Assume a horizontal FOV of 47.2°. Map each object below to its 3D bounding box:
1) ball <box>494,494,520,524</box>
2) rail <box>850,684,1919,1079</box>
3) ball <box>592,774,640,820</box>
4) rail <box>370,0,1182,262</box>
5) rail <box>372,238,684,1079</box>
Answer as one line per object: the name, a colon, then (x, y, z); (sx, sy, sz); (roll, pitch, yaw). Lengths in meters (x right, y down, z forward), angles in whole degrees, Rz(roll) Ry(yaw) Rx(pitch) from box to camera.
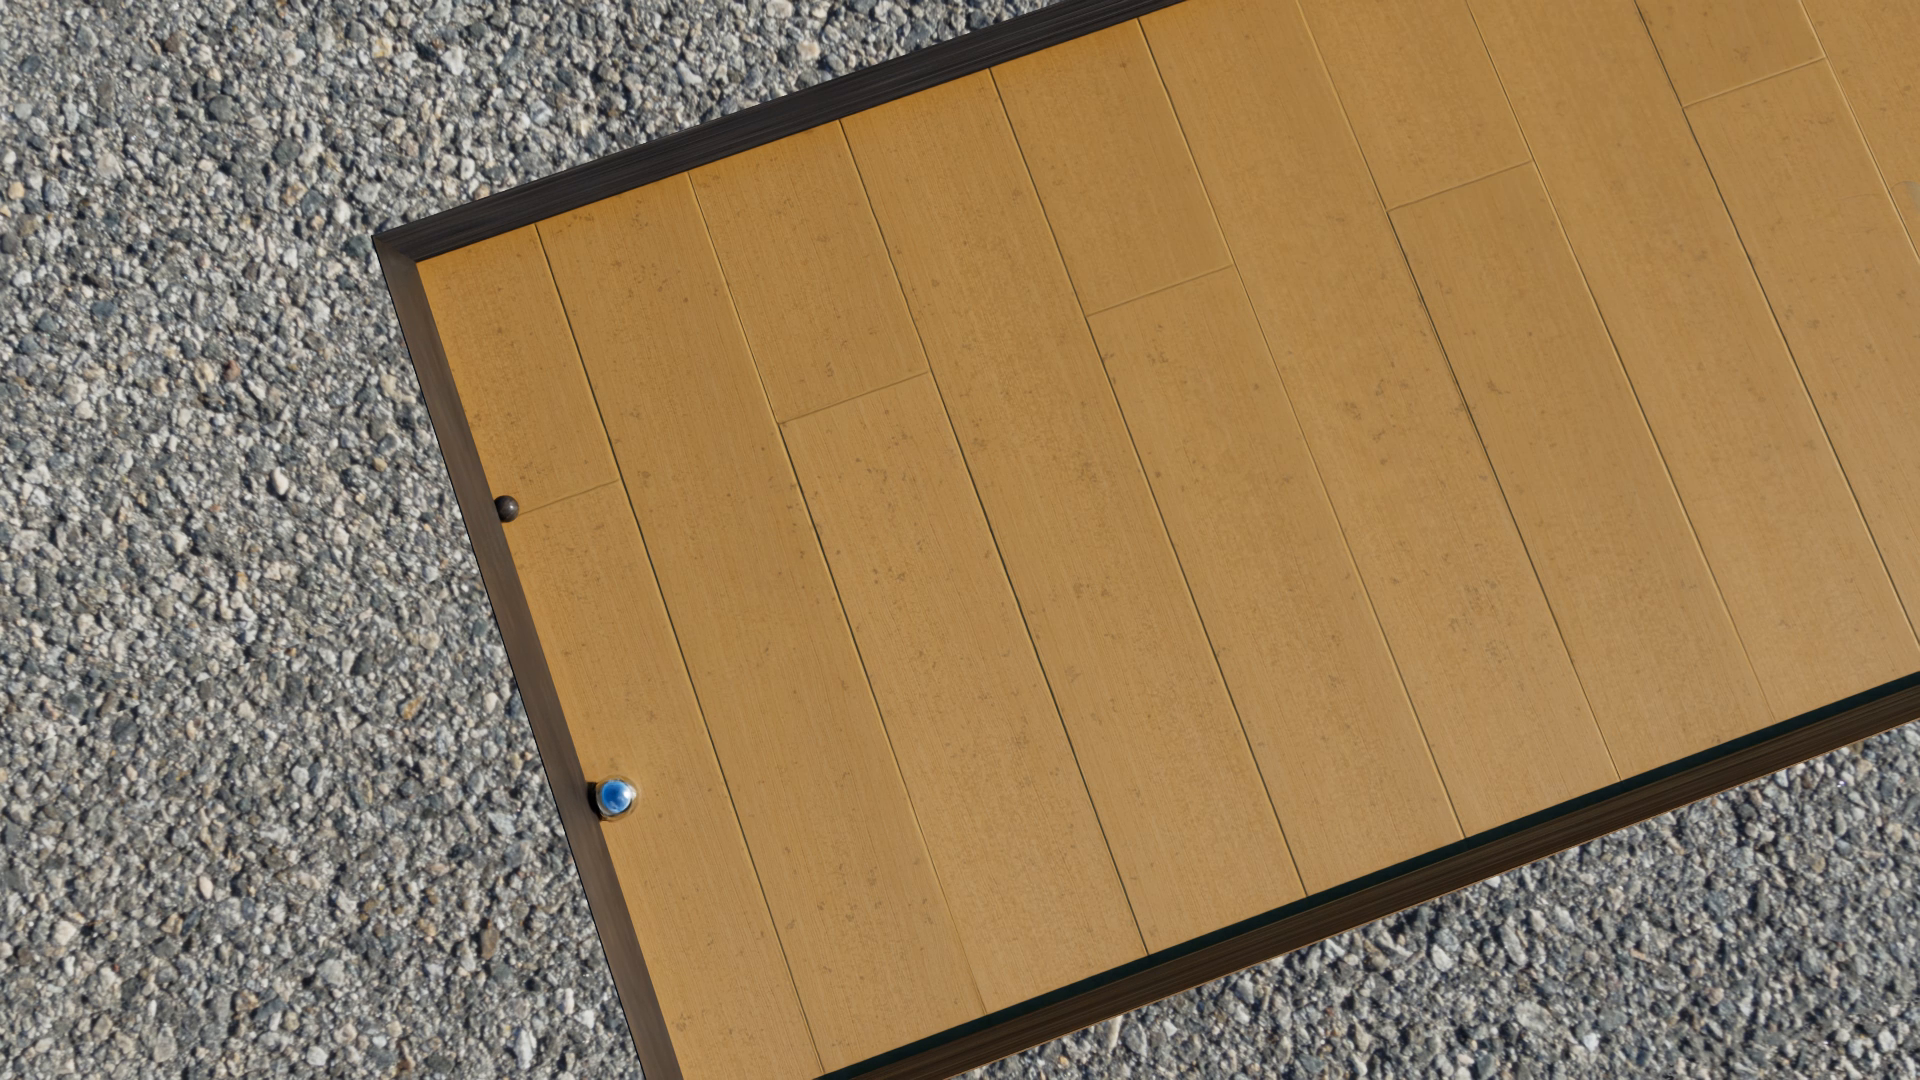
ball: (-0.685, -0.047, 3.312); (0.042, 0.042, 0.042); (0, 80, 0)
rail: (0.883, 0.424, 3.201); (2.732, 0.088, 0.045); (-20, 80, -4)
ball: (-0.504, 0.377, 3.220); (0.068, 0.068, 0.068); (0, 80, 0)
rail: (0.403, -0.885, 3.443); (2.732, 0.088, 0.045); (-20, 80, -4)
rail: (-0.620, 0.217, 3.239); (0.045, 0.088, 1.463); (-20, 80, -4)
